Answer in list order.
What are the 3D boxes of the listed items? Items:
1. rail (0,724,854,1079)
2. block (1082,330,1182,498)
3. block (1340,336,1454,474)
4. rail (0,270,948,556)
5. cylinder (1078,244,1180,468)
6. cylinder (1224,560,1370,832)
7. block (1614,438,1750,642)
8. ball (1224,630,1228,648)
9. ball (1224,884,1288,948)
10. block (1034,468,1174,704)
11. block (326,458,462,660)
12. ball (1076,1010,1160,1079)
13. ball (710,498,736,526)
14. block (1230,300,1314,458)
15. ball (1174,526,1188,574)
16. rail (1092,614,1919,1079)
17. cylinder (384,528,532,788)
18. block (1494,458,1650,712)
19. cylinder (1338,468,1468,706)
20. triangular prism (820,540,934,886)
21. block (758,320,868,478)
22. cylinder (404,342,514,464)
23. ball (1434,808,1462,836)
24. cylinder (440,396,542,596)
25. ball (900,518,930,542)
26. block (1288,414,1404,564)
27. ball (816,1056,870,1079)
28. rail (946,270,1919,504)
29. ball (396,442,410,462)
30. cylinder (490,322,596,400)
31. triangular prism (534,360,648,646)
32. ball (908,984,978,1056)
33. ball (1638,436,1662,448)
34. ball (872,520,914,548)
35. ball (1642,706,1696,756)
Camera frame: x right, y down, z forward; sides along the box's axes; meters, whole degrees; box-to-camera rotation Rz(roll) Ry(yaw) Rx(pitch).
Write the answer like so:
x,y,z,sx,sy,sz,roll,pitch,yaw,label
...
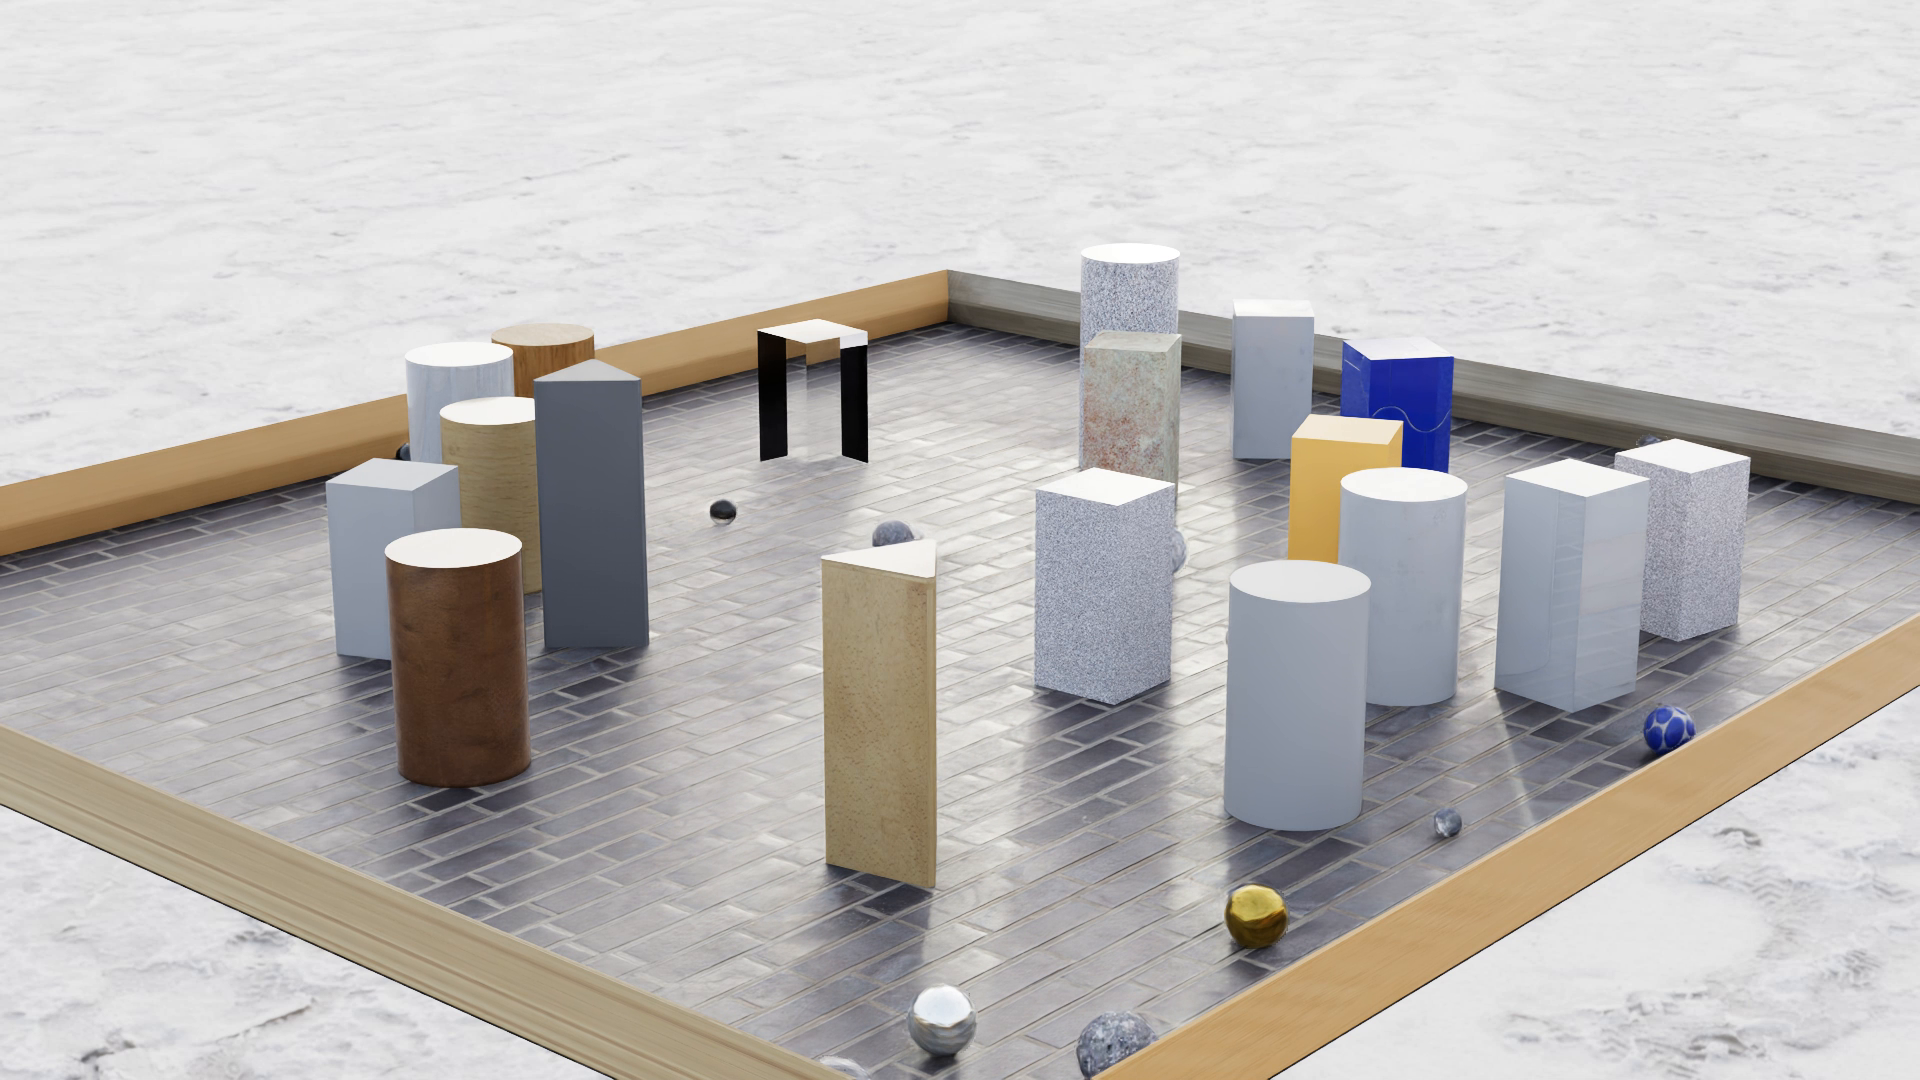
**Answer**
x,y,z,sx,sy,sz,roll,pitch,yaw,label
-1.063,0.385,3.947,2.944,0.128,0.045,14,22,39,rail
0.332,-0.229,5.657,0.157,0.318,0.157,4,17,14,block
0.797,-0.174,5.391,0.157,0.367,0.157,-3,17,-11,block
-1.094,-0.242,6.029,0.045,0.128,3.292,14,22,39,rail
0.339,-0.363,5.902,0.196,0.435,0.196,0,17,0,cylinder
0.475,0.218,4.146,0.196,0.336,0.196,0,17,0,cylinder
1.211,-0.002,4.952,0.157,0.291,0.157,-13,21,-36,block
0.469,0.163,4.787,0.072,0.072,0.072,0,17,0,ball
0.377,0.477,3.728,0.081,0.081,0.081,0,17,0,ball
0.228,0.071,4.652,0.157,0.325,0.157,13,21,36,block
-0.927,0.033,4.834,0.157,0.293,0.157,5,18,18,block
0.181,0.585,3.344,0.096,0.096,0.096,0,17,0,ball
-0.448,-0.053,5.537,0.052,0.052,0.052,0,17,0,ball
0.640,-0.332,6.036,0.157,0.298,0.157,1,17,2,block
0.357,0.019,5.218,0.098,0.098,0.098,0,17,0,ball
1.094,0.306,4.211,0.045,0.128,3.292,14,22,39,rail
-0.734,0.172,4.301,0.196,0.335,0.196,0,17,0,cylinder
0.962,0.070,4.614,0.157,0.349,0.157,-14,22,-38,block
0.694,0.072,4.633,0.196,0.333,0.196,0,17,0,cylinder
-0.073,0.225,3.953,0.170,0.434,0.147,10,19,29,triangular prism
-0.297,-0.289,5.933,0.157,0.275,0.157,-14,22,-39,block
-0.920,-0.176,5.436,0.196,0.346,0.196,0,17,0,cylinder
0.679,0.392,4.079,0.041,0.041,0.041,0,17,0,ball
-0.809,-0.077,5.167,0.196,0.311,0.196,0,17,0,cylinder
-0.091,-0.004,5.372,0.076,0.076,0.076,0,17,0,ball
0.639,-0.013,4.878,0.157,0.355,0.157,5,18,16,block
-0.138,0.617,3.260,0.084,0.084,0.084,0,17,0,ball
1.063,-0.322,6.293,2.944,0.128,0.045,14,22,39,rail
-1.090,-0.160,5.853,0.074,0.074,0.074,0,17,0,ball
-0.800,-0.237,5.665,0.196,0.329,0.196,0,17,0,cylinder
-0.606,-0.062,4.871,0.170,0.454,0.147,-1,17,-2,triangular prism
-0.021,0.563,3.440,0.082,0.082,0.082,0,17,0,ball
1.409,-0.187,5.980,0.052,0.052,0.052,0,17,0,ball
-0.122,0.001,5.313,0.077,0.077,0.077,0,17,0,ball
1.058,0.285,4.373,0.076,0.076,0.076,0,17,0,ball
